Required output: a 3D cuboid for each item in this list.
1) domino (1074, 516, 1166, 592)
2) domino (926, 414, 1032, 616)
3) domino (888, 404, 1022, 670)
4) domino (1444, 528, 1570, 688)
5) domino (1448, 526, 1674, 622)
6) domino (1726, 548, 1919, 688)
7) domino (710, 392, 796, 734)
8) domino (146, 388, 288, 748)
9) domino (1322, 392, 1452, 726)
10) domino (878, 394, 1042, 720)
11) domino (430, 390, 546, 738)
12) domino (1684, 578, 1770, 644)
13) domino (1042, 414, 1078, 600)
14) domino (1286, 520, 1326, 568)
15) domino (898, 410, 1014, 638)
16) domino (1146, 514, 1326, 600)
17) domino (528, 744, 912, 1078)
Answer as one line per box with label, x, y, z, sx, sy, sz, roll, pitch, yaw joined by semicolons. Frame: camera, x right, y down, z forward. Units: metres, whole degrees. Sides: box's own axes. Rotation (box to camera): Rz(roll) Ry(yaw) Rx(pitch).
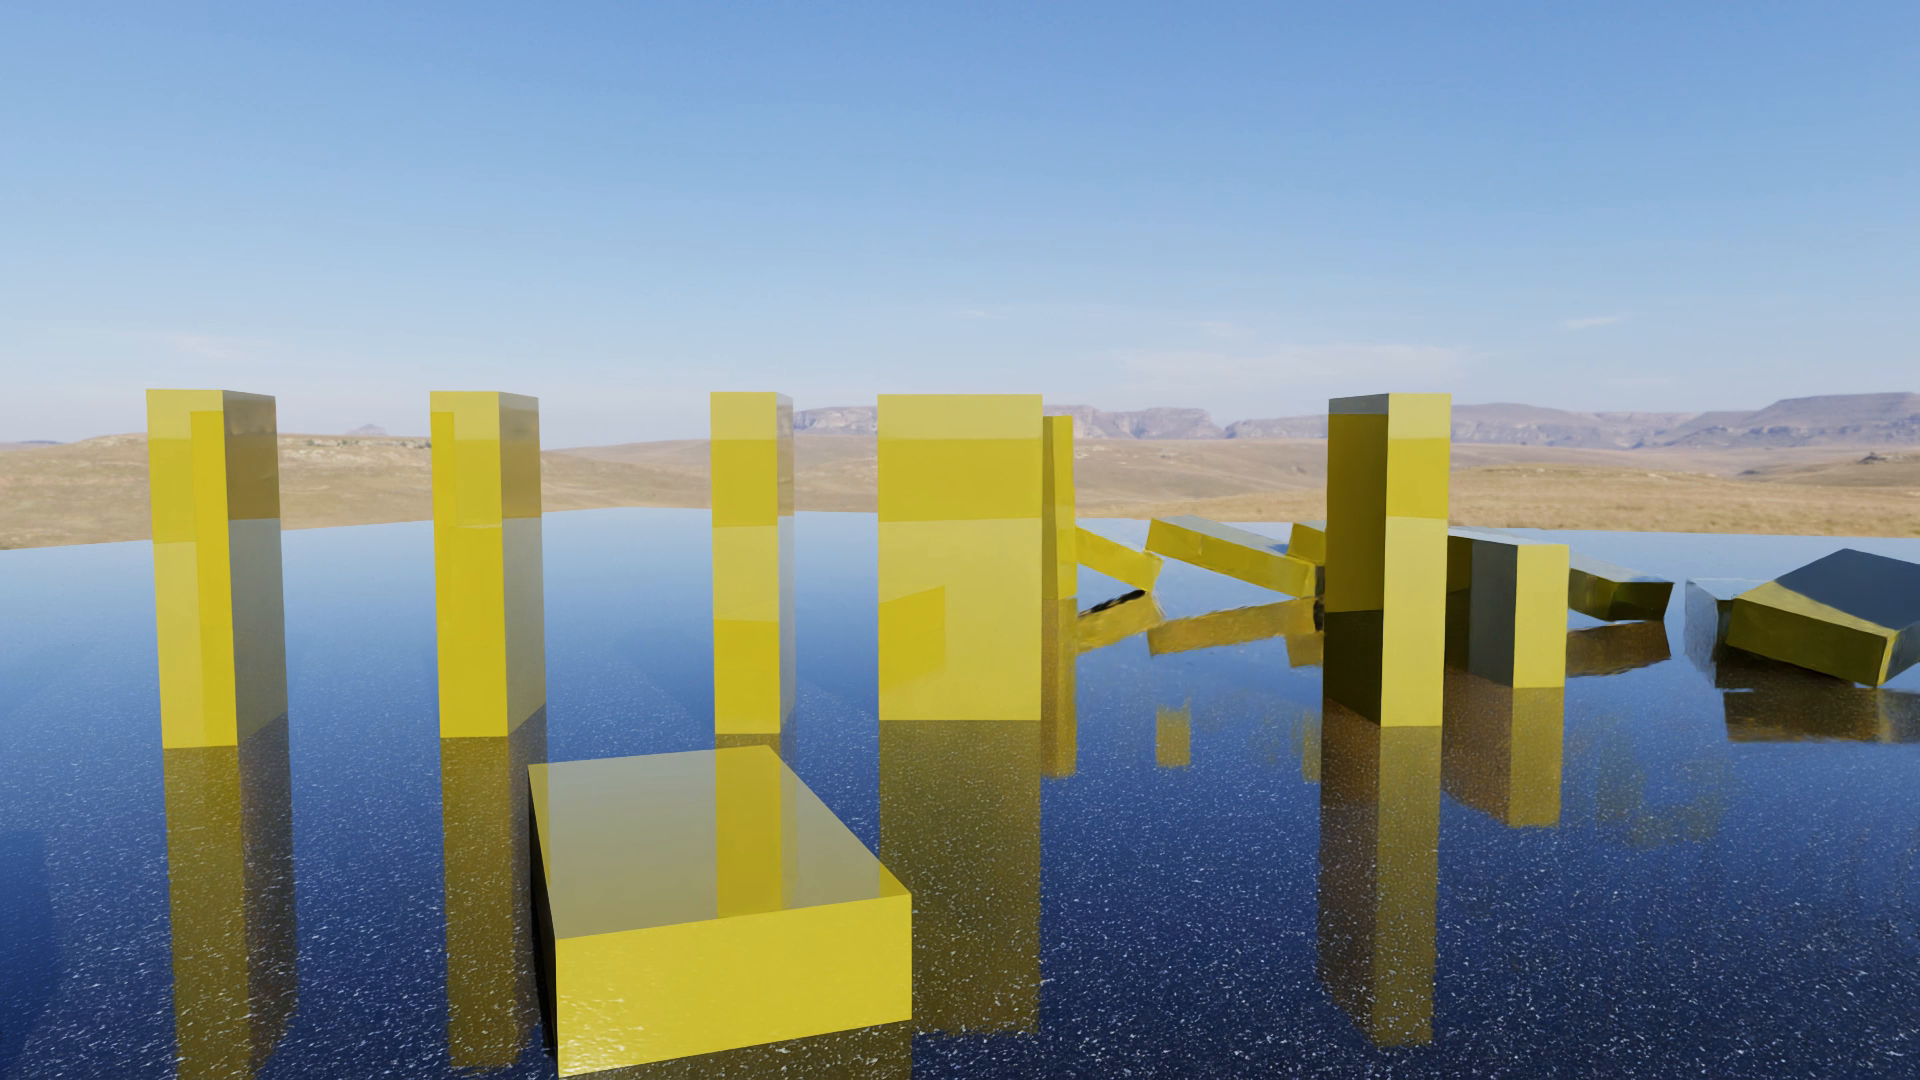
domino;0.036;0.000;0.380;0.050;0.010;0.025;23;8;9
domino;0.005;-0.007;0.324;0.025;0.050;0.009;1;4;13
domino;-0.001;-0.001;0.245;0.025;0.050;0.009;0;4;-1
domino;0.099;0.011;0.248;0.010;0.025;0.050;0;4;-6
domino;0.147;0.008;0.322;0.025;0.010;0.050;2;15;-33
domino;0.172;0.014;0.246;0.050;0.010;0.025;-13;22;-35
domino;-0.032;0.003;0.199;0.010;0.050;0.025;0;4;-2
domino;-0.110;0.003;0.191;0.009;0.050;0.025;-1;4;-13
domino;0.067;0.002;0.204;0.010;0.050;0.025;0;4;-4
domino;0.000;0.002;0.201;0.025;0.050;0.010;0;4;0
domino;-0.072;0.003;0.197;0.010;0.050;0.025;0;4;-5
domino;0.182;0.016;0.291;0.025;0.009;0.050;2;5;22
domino;0.019;-0.010;0.359;0.025;0.050;0.010;3;9;38
domino;0.118;0.006;0.351;0.025;0.009;0.050;-4;19;-45
domino;-0.001;-0.004;0.286;0.025;0.050;0.010;0;4;3
domino;0.083;0.004;0.375;0.050;0.010;0.025;19;15;35
domino;-0.024;0.029;0.114;0.025;0.010;0.050;-2;5;-21
